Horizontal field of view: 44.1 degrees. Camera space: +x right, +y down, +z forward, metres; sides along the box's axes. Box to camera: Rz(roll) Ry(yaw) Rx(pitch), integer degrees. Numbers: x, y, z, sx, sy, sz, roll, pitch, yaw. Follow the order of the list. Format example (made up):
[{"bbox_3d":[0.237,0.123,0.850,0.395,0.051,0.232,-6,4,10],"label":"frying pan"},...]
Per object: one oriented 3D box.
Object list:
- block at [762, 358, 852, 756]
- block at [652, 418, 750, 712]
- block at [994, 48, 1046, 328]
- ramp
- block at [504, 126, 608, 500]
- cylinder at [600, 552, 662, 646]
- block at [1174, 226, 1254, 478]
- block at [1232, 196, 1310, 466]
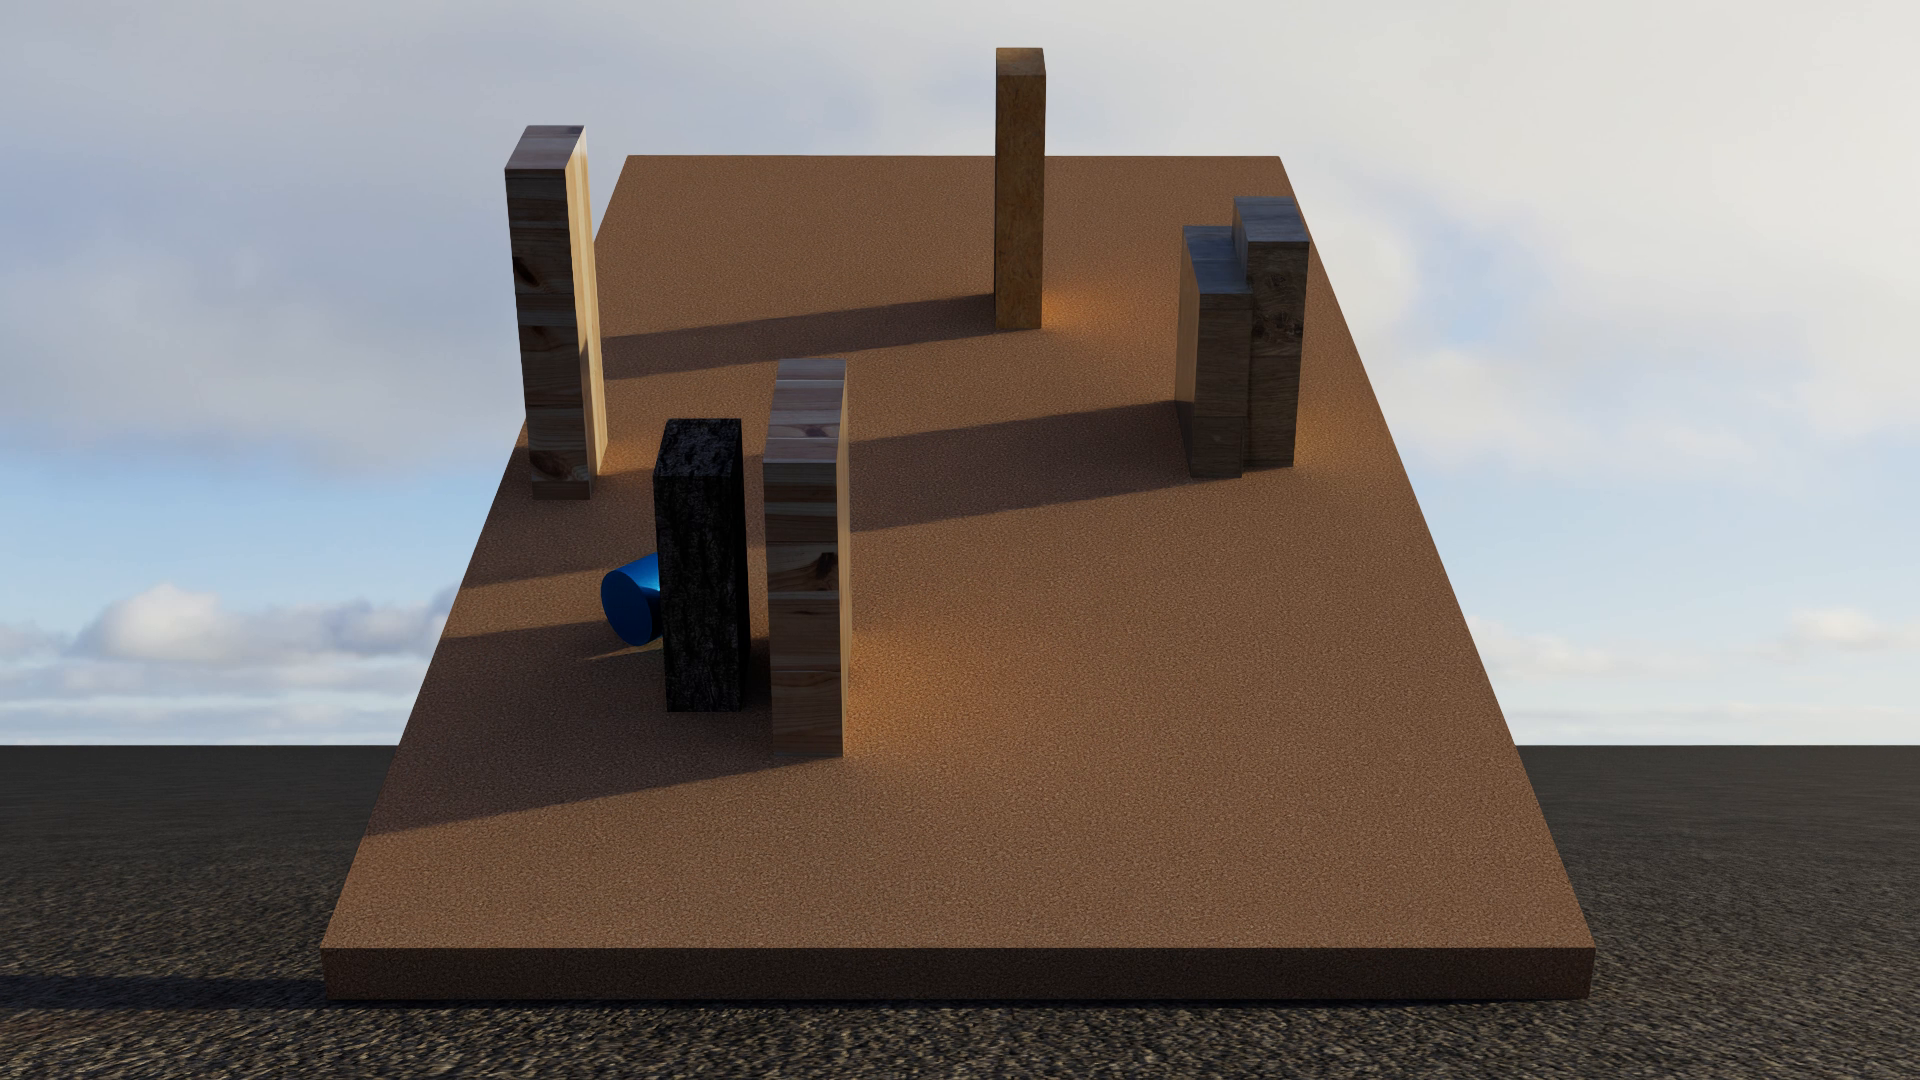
[{"bbox_3d":[-0.269,0.026,4.281,0.123,0.576,0.448,0,27,0],"label":"block"},{"bbox_3d":[-0.469,0.046,4.347,0.135,0.479,0.245,0,27,0],"label":"block"},{"bbox_3d":[0.149,-0.885,5.980,0.117,0.656,0.249,0,27,0],"label":"block"},{"bbox_3d":[-0.011,-0.226,5.520,2.000,0.100,4.000,0,27,0],"label":"ramp"},{"bbox_3d":[-0.861,-0.486,5.094,0.123,0.744,0.296,0,27,0],"label":"block"},{"bbox_3d":[-0.585,0.106,4.586,0.155,0.155,0.155,-25,13,-40],"label":"cylinder"},{"bbox_3d":[0.566,-0.428,5.332,0.114,0.434,0.429,0,27,0],"label":"block"},{"bbox_3d":[0.678,-0.466,5.301,0.130,0.530,0.293,0,27,0],"label":"block"}]
